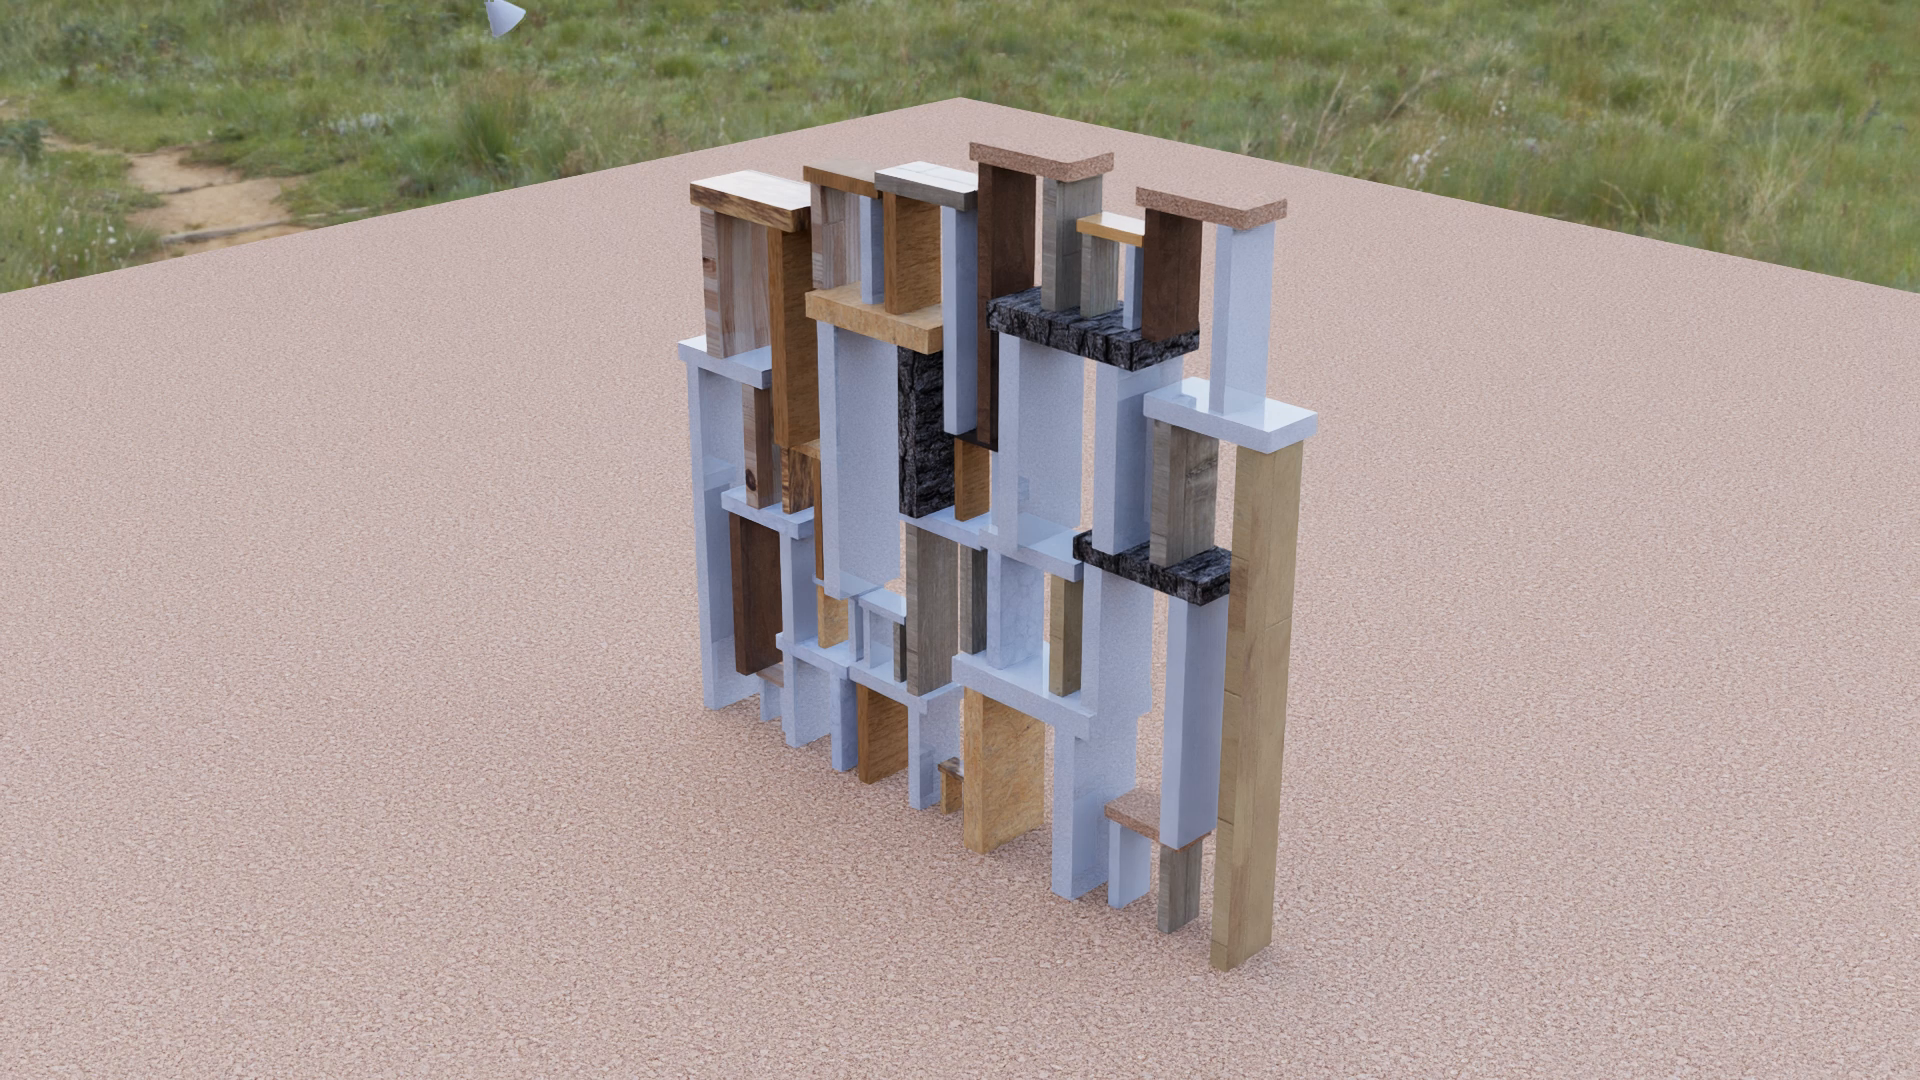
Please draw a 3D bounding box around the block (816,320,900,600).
[{"bbox_3d":[-0.198,-0.173,4.367,0.047,0.577,0.167,21,31,40],"label":"block"}]

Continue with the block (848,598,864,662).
[{"bbox_3d":[-0.196,0.175,4.519,0.020,0.142,0.071,21,31,41],"label":"block"}]

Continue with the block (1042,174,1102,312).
[{"bbox_3d":[0.193,-0.520,3.800,0.116,0.232,0.033,-21,31,-40],"label":"block"}]

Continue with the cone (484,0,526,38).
[{"bbox_3d":[-1.375,-1.576,6.507,0.123,0.123,0.123,-26,36,20],"label":"cone"}]

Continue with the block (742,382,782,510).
[{"bbox_3d":[-0.382,-0.210,4.549,0.038,0.269,0.135,21,31,41],"label":"block"}]

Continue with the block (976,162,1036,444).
[{"bbox_3d":[0.083,-0.433,3.959,0.033,0.518,0.116,21,31,39],"label":"block"}]

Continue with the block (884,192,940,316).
[{"bbox_3d":[-0.088,-0.542,4.084,0.033,0.230,0.115,21,31,40],"label":"block"}]

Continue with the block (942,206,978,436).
[{"bbox_3d":[0.021,-0.410,4.023,0.033,0.427,0.115,20,31,40],"label":"block"}]

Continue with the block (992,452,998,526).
[{"bbox_3d":[0.091,-0.104,4.089,0.021,0.146,0.073,21,31,41],"label":"block"}]

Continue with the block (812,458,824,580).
[{"bbox_3d":[-0.262,-0.052,4.481,0.074,0.265,0.021,-21,31,-40],"label":"block"}]

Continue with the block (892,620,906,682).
[{"bbox_3d":[-0.104,0.215,4.422,0.066,0.132,0.019,-21,31,-41],"label":"block"}]

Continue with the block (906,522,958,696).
[{"bbox_3d":[-0.055,0.123,4.337,0.112,0.367,0.032,-21,31,-40],"label":"block"}]

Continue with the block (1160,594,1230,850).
[{"bbox_3d":[0.424,0.303,3.890,0.146,0.488,0.041,-21,31,-41],"label":"block"}]

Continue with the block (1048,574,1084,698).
[{"bbox_3d":[0.218,0.159,4.049,0.034,0.239,0.120,21,31,41],"label":"block"}]

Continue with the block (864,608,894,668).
[{"bbox_3d":[-0.166,0.190,4.480,0.066,0.132,0.019,-21,31,-41],"label":"block"}]

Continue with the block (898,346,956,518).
[{"bbox_3d":[-0.040,-0.223,4.175,0.167,0.335,0.047,-21,31,-40],"label":"block"}]

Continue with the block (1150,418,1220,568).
[{"bbox_3d":[0.385,-0.096,3.764,0.131,0.262,0.037,-21,31,-41],"label":"block"}]

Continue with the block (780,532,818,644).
[{"bbox_3d":[-0.316,0.084,4.602,0.035,0.245,0.122,21,31,41],"label":"block"}]

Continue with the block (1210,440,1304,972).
[{"bbox_3d":[0.509,0.292,3.795,0.037,0.999,0.131,21,31,41],"label":"block"}]

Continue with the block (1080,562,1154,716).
[{"bbox_3d":[0.286,0.159,3.979,0.146,0.292,0.041,-21,31,-40],"label":"block"}]

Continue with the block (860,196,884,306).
[{"bbox_3d":[-0.139,-0.555,4.142,0.029,0.207,0.104,21,31,40],"label":"block"}]

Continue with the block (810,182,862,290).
[{"bbox_3d":[-0.237,-0.593,4.231,0.029,0.207,0.104,21,31,40],"label":"block"}]

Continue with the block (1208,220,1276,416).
[{"bbox_3d":[0.457,-0.366,3.569,0.031,0.315,0.111,21,31,40],"label":"block"}]

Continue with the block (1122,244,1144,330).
[{"bbox_3d":[0.309,-0.434,3.708,0.073,0.146,0.021,-21,31,-40],"label":"block"}]

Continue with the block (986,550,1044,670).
[{"bbox_3d":[0.105,0.114,4.153,0.034,0.239,0.120,21,31,41],"label":"block"}]

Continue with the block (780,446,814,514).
[{"bbox_3d":[-0.332,-0.133,4.522,0.021,0.148,0.074,21,31,41],"label":"block"}]

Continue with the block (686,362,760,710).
[{"bbox_3d":[-0.509,-0.015,4.769,0.038,0.801,0.135,21,31,41],"label":"block"}]

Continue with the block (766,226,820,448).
[{"bbox_3d":[-0.304,-0.417,4.376,0.155,0.448,0.044,-21,31,-40],"label":"block"}]

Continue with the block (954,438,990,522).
[{"bbox_3d":[0.023,-0.123,4.156,0.021,0.164,0.073,21,31,40],"label":"block"}]

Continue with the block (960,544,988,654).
[{"bbox_3d":[0.051,0.098,4.213,0.112,0.223,0.032,-21,31,-41],"label":"block"}]

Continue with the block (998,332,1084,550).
[{"bbox_3d":[0.147,-0.197,3.976,0.171,0.404,0.049,-21,31,-41],"label":"block"}]

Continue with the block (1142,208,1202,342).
[{"bbox_3d":[0.352,-0.449,3.647,0.111,0.222,0.031,-21,31,-40],"label":"block"}]

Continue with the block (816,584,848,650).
[{"bbox_3d":[-0.263,0.149,4.580,0.020,0.142,0.071,21,31,41],"label":"block"}]

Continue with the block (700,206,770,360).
[{"bbox_3d":[-0.449,-0.538,4.483,0.044,0.310,0.155,21,31,41],"label":"block"}]

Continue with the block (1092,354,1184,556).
[{"bbox_3d":[0.308,-0.161,3.815,0.171,0.343,0.049,-21,31,-41],"label":"block"}]

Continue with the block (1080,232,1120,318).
[{"bbox_3d":[0.240,-0.461,3.771,0.073,0.146,0.021,-21,31,-40],"label":"block"}]
